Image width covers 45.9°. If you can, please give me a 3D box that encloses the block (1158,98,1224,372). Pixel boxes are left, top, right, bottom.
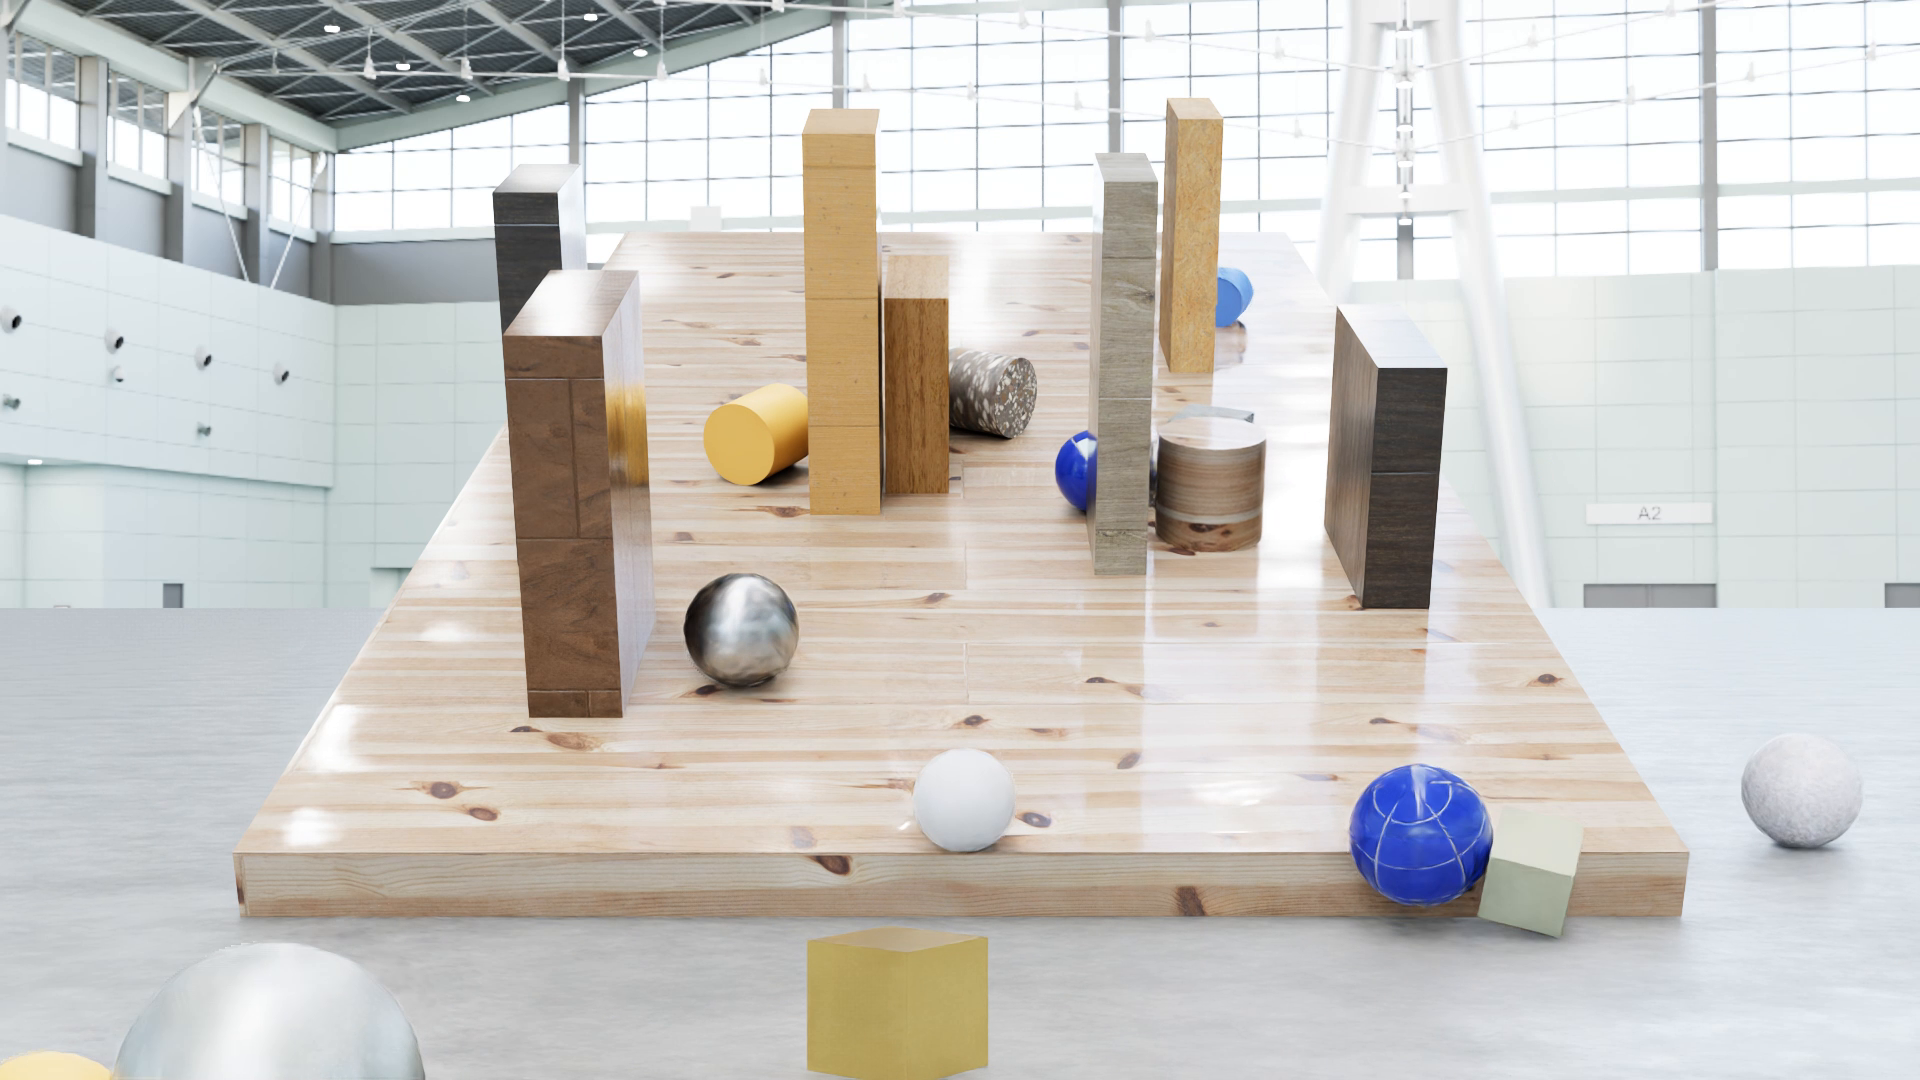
[{"bbox_3d":[0.551,-0.734,5.436,0.104,0.602,0.316,0,20,0],"label":"block"}]

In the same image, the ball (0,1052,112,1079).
[{"bbox_3d":[-0.628,0.416,1.555,0.127,0.127,0.127,0,-2,0],"label":"ball"}]

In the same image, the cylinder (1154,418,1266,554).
[{"bbox_3d":[0.474,-0.106,4.287,0.203,0.203,0.203,0,20,0],"label":"cylinder"}]

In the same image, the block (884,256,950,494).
[{"bbox_3d":[-0.086,-0.346,4.656,0.127,0.401,0.374,0,20,0],"label":"block"}]

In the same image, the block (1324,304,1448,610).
[{"bbox_3d":[0.761,-0.159,4.093,0.118,0.437,0.438,0,20,0],"label":"block"}]

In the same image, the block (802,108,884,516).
[{"bbox_3d":[-0.224,-0.448,4.434,0.137,0.744,0.291,0,20,0],"label":"block"}]

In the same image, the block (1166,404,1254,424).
[{"bbox_3d":[0.508,-0.187,4.607,0.137,0.137,0.137,10,22,25],"label":"block"}]

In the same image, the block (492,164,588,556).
[{"bbox_3d":[-0.755,-0.324,4.169,0.114,0.690,0.270,0,20,0],"label":"block"}]

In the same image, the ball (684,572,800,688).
[{"bbox_3d":[-0.349,0.144,3.624,0.184,0.184,0.184,0,-2,0],"label":"ball"}]

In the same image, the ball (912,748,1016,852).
[{"bbox_3d":[0.006,0.356,3.101,0.143,0.143,0.143,0,-2,0],"label":"ball"}]

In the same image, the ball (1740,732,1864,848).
[{"bbox_3d":[1.496,0.444,4.026,0.205,0.205,0.205,0,-2,0],"label":"ball"}]

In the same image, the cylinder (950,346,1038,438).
[{"bbox_3d":[0.048,-0.323,4.925,0.175,0.175,0.175,12,5,31],"label":"cylinder"}]

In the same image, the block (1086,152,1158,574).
[{"bbox_3d":[0.292,-0.321,4.124,0.094,0.719,0.275,0,20,0],"label":"block"}]

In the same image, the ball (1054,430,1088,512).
[{"bbox_3d":[0.266,-0.135,4.425,0.164,0.164,0.164,0,-2,0],"label":"ball"}]

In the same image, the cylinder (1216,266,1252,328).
[{"bbox_3d":[0.676,-0.625,5.827,0.130,0.130,0.130,-1,19,20],"label":"cylinder"}]

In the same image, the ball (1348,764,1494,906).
[{"bbox_3d":[0.605,0.388,2.981,0.187,0.187,0.187,0,-2,0],"label":"ball"}]

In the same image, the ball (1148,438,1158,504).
[{"bbox_3d":[0.411,-0.136,4.466,0.137,0.137,0.137,0,-2,0],"label":"ball"}]

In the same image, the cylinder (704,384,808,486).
[{"bbox_3d":[-0.407,-0.218,4.639,0.171,0.171,0.171,-1,17,29],"label":"cylinder"}]

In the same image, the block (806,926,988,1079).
[{"bbox_3d":[-0.058,0.435,2.125,0.121,0.121,0.121,-1,-2,37],"label":"block"}]

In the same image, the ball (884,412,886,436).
[{"bbox_3d":[-0.231,-0.253,4.746,0.164,0.164,0.164,0,-2,0],"label":"ball"}]

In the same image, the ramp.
[{"bbox_3d":[-0.005,-0.206,5.007,2.000,0.100,4.000,0,20,0],"label":"ramp"}]

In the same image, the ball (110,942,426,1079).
[{"bbox_3d":[-0.468,0.377,1.535,0.206,0.206,0.206,0,-2,0],"label":"ball"}]

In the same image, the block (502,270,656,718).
[{"bbox_3d":[-0.598,-0.083,3.618,0.146,0.613,0.420,0,20,0],"label":"block"}]

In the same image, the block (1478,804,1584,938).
[{"bbox_3d":[0.749,0.434,2.972,0.107,0.107,0.107,13,36,16],"label":"block"}]
